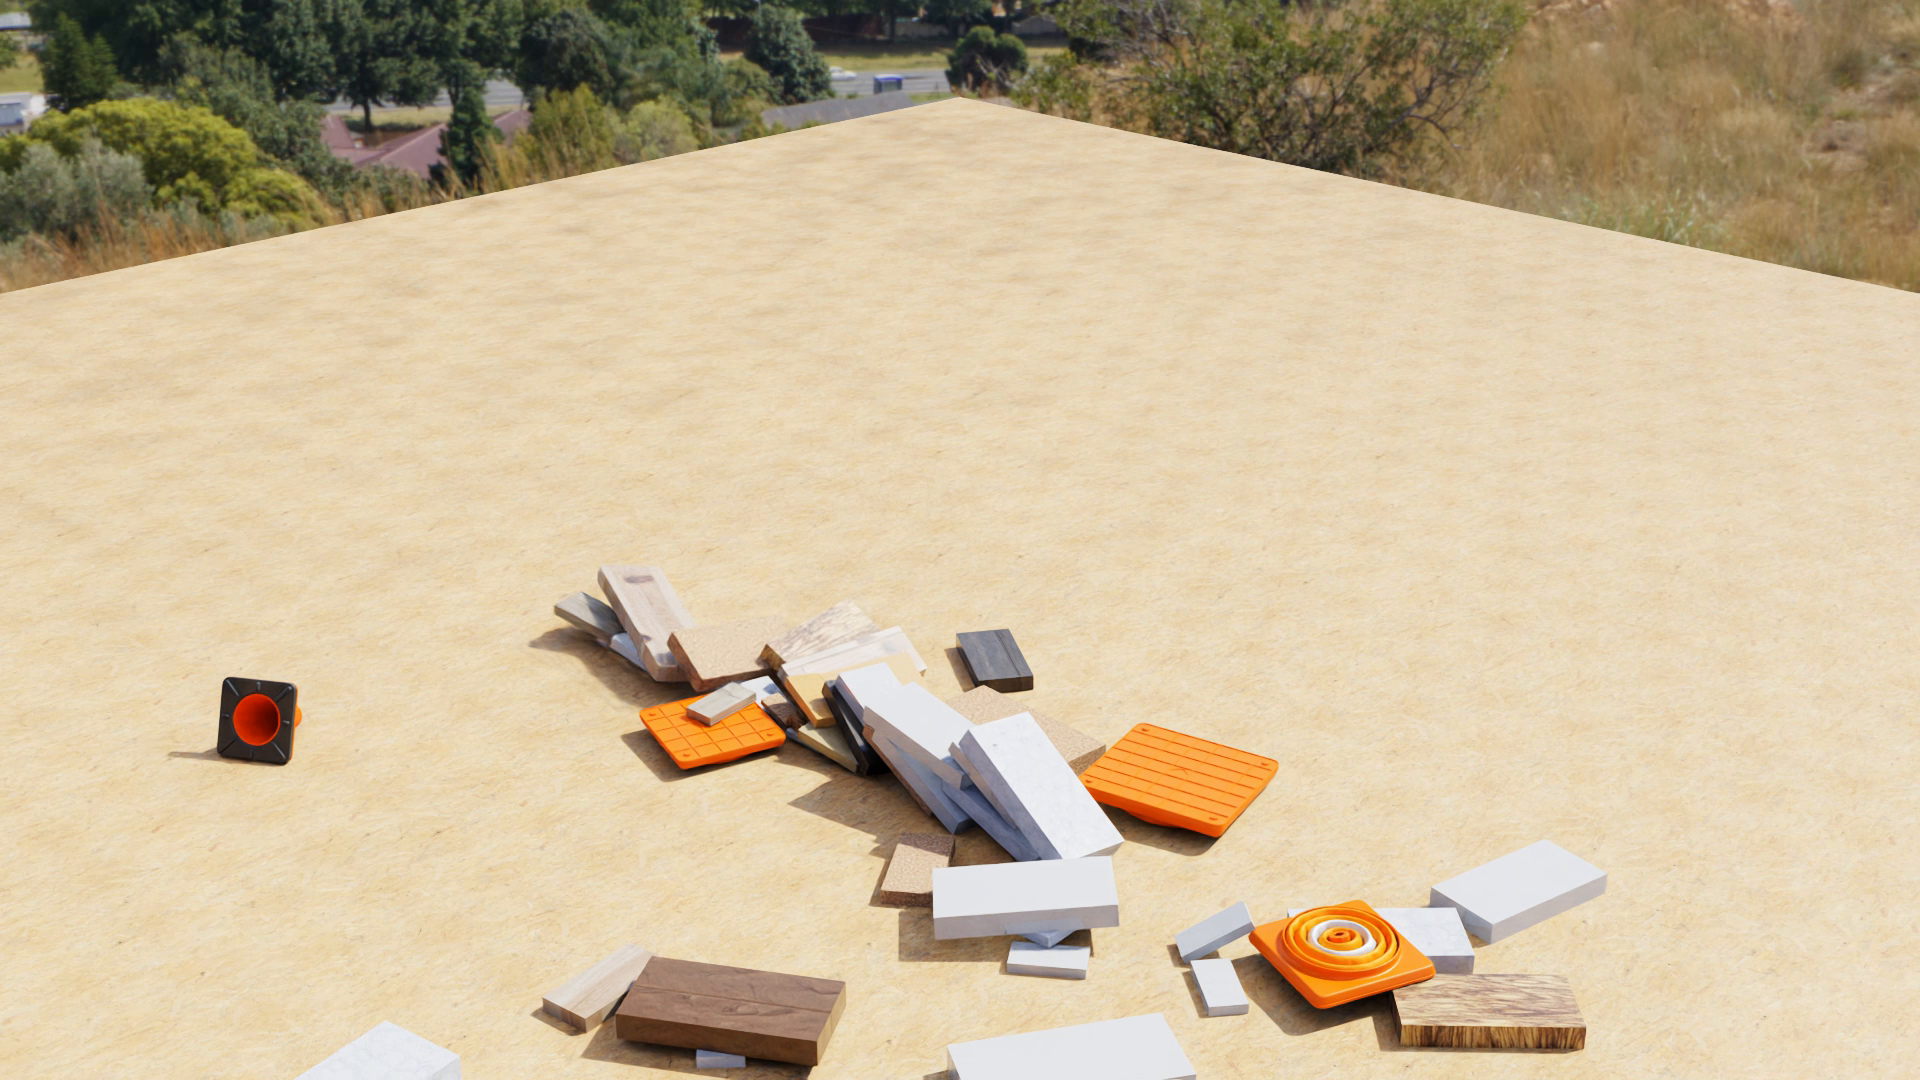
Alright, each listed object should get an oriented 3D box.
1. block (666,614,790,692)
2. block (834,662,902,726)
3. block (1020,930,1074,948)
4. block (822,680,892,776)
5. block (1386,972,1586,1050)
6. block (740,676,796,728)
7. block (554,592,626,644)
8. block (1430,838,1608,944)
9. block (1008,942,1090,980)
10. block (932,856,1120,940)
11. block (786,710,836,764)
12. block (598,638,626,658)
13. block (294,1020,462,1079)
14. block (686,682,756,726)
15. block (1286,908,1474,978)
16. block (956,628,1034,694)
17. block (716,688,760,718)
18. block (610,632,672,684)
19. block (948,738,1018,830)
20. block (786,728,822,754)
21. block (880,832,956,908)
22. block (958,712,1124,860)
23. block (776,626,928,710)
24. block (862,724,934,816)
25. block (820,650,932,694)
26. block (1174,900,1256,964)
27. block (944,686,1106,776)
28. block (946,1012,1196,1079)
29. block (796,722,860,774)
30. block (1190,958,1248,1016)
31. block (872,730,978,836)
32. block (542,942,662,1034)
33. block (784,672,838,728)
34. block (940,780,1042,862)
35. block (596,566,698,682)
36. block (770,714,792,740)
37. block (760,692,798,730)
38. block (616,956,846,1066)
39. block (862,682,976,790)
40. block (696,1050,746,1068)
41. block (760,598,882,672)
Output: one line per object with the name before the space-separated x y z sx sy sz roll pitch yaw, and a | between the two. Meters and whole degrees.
block | -0.499 0.254 4.973 0.297 0.042 0.149 -8 50 -40
block | -0.151 0.366 4.651 0.121 0.034 0.242 -12 50 -35
block | 0.186 0.691 4.042 0.081 0.023 0.162 17 31 41
block | -0.191 0.391 4.659 0.121 0.034 0.242 -5 46 -30
block | 0.904 0.811 3.793 0.311 0.044 0.155 1 23 1
block | -0.420 0.357 4.847 0.072 0.020 0.144 -14 41 -33
block | -0.853 0.185 5.172 0.188 0.027 0.094 25 31 22
block | 1.054 0.660 4.148 0.310 0.044 0.155 -15 27 -31
block | 0.160 0.755 3.955 0.142 0.020 0.071 3 23 8
block | 0.119 0.657 4.044 0.334 0.047 0.167 -4 23 1
block | -0.289 0.414 4.709 0.080 0.023 0.159 -21 45 -41
block | -0.755 0.245 5.149 0.094 0.027 0.188 -21 31 -40
block | -0.997 0.911 3.548 0.176 0.050 0.353 15 27 31
block | -0.517 0.355 4.770 0.072 0.020 0.144 20 31 34
block | 0.759 0.729 3.987 0.311 0.044 0.155 0 23 -1
block | 0.078 0.278 5.059 0.127 0.036 0.254 -5 23 -11
block | -0.475 0.351 4.909 0.072 0.020 0.144 -18 29 -36
block | -0.699 0.265 5.028 0.188 0.027 0.094 30 28 29
block | 0.083 0.466 4.337 0.107 0.030 0.213 -21 61 -40
block | -0.323 0.424 4.721 0.095 0.013 0.047 26 35 27
block | -0.079 0.634 4.228 0.107 0.030 0.213 4 23 9
block | 0.158 0.491 4.288 0.167 0.047 0.334 -12 55 -43
block | -0.240 0.295 4.940 0.328 0.036 0.127 -18 61 -36
block | -0.082 0.454 4.525 0.121 0.034 0.242 -18 53 -36
block | -0.203 0.333 4.856 0.254 0.036 0.127 -13 56 -28
block | 0.461 0.710 3.978 0.142 0.020 0.071 -28 23 7
block | 0.119 0.420 4.711 0.167 0.047 0.376 -20 30 -39
block | 0.181 0.878 3.628 0.375 0.050 0.176 -6 24 -13
block | -0.258 0.430 4.651 0.159 0.023 0.080 28 36 24
block | 0.457 0.788 3.878 0.071 0.020 0.142 -3 23 -7
block | -0.040 0.466 4.471 0.140 0.040 0.279 -19 53 -37
block | -0.619 0.786 3.870 0.107 0.030 0.213 16 28 34
block | -0.307 0.344 4.729 0.080 0.023 0.159 -5 34 -30
block | 0.106 0.537 4.355 0.140 0.040 0.279 -19 44 -37
block | -0.703 0.189 5.103 0.149 0.042 0.461 1 28 -28
block | -0.374 0.393 4.779 0.047 0.013 0.095 -12 44 -31
block | -0.386 0.372 4.780 0.047 0.013 0.094 -20 49 -37
block | -0.388 0.801 3.750 0.353 0.050 0.176 5 24 12
block | -0.049 0.394 4.453 0.279 0.040 0.140 33 39 33
block | -0.404 0.841 3.749 0.081 0.023 0.162 -1 23 -3
block | -0.305 0.247 5.038 0.148 0.042 0.297 43 39 16
